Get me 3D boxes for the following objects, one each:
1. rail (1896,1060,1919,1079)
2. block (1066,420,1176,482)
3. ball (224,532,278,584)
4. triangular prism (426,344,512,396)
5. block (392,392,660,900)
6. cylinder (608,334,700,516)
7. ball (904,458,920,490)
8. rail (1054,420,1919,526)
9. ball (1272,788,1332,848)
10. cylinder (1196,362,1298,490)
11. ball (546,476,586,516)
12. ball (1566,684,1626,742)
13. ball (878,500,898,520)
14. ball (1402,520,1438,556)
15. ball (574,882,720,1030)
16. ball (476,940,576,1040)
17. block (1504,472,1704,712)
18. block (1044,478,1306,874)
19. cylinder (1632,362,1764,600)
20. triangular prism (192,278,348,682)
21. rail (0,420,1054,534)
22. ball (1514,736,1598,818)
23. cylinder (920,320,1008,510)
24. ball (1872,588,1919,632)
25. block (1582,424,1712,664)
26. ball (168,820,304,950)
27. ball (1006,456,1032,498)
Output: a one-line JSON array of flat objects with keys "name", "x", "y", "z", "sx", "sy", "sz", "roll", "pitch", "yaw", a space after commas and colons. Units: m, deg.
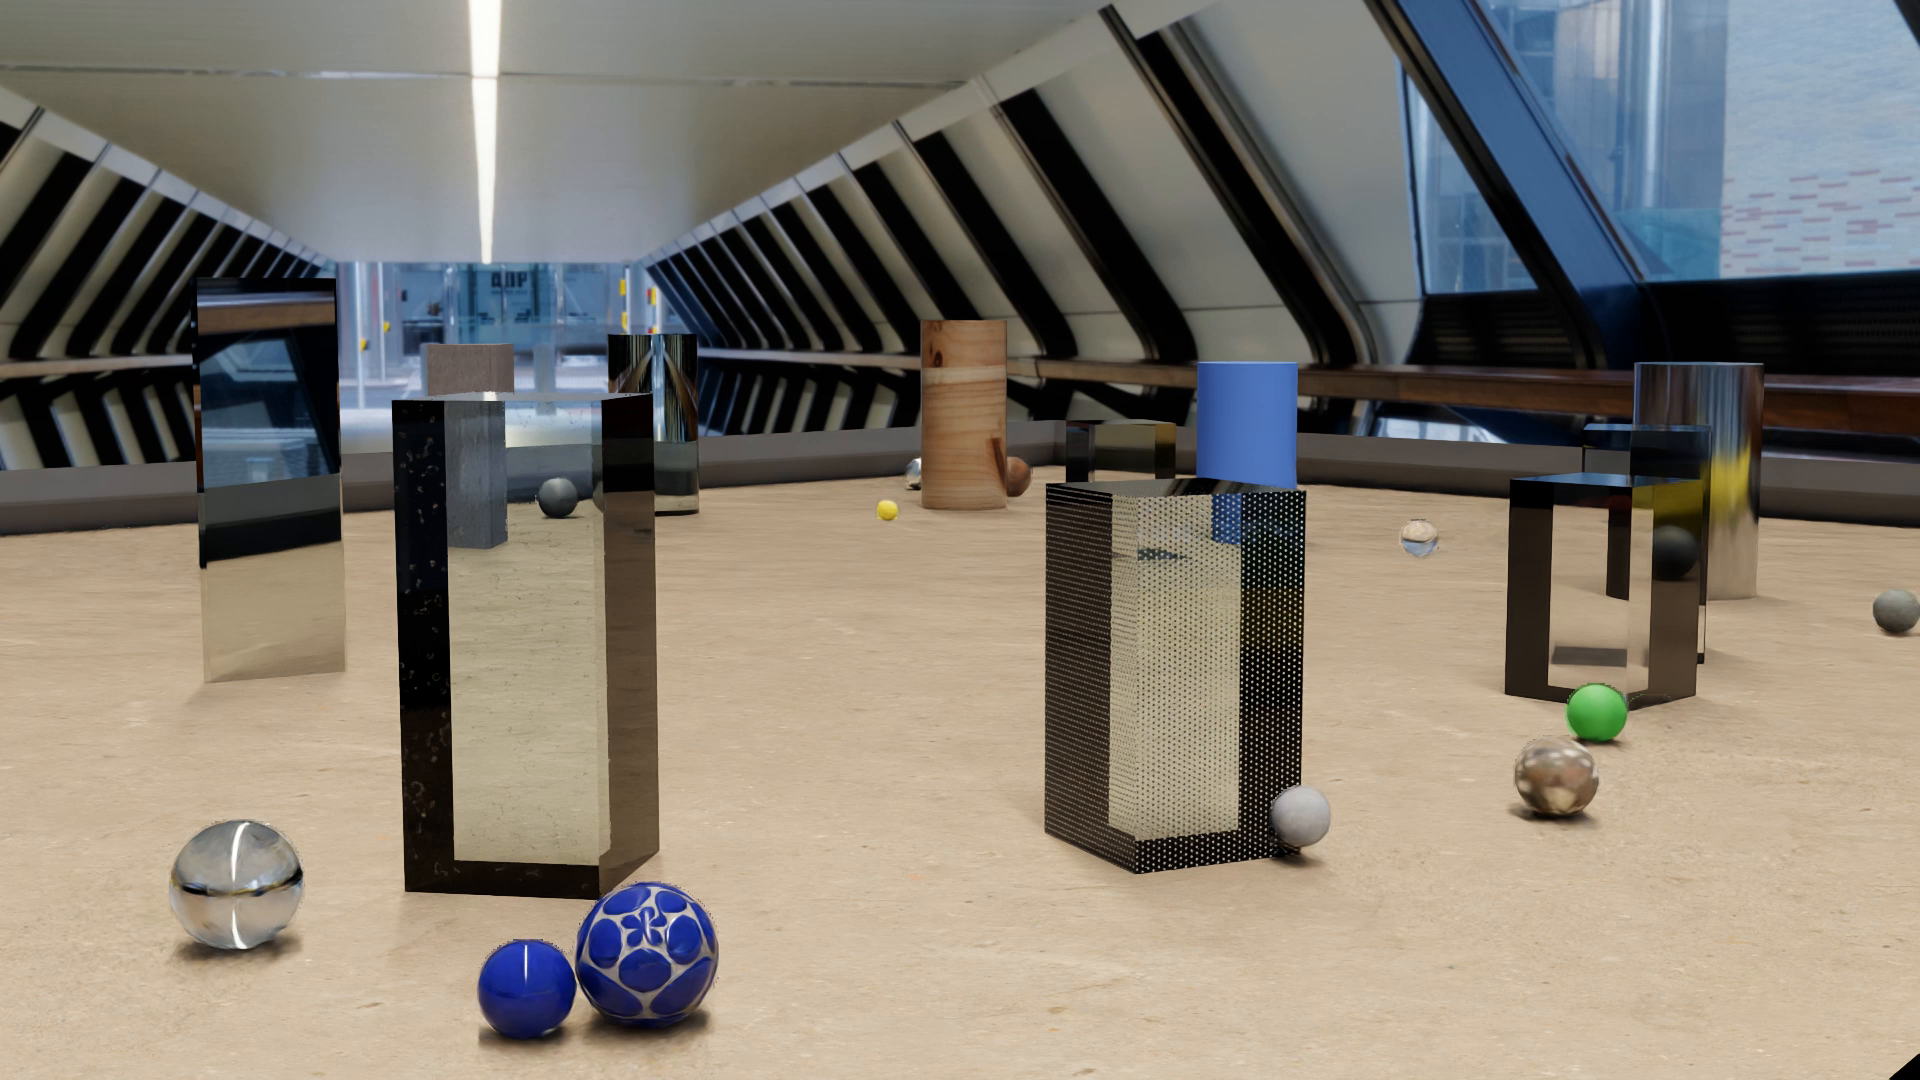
[{"name": "rail", "x": 1.363, "y": 0.187, "z": 1.863, "sx": 4.491, "sy": 0.126, "sz": 0.045, "roll": -5, "pitch": 8, "yaw": -42}, {"name": "block", "x": 0.293, "y": -0.097, "z": 4.042, "sx": 0.155, "sy": 0.239, "sz": 0.155, "roll": -2, "pitch": 6, "yaw": -17}, {"name": "ball", "x": -1.156, "y": 0.029, "z": 3.580, "sx": 0.084, "sy": 0.084, "sz": 0.084, "roll": 0, "pitch": 6, "yaw": 0}, {"name": "triangular prism", "x": -0.907, "y": -0.187, "z": 4.232, "sx": 0.168, "sy": 0.378, "sz": 0.146, "roll": 3, "pitch": 7, "yaw": 30}, {"name": "block", "x": -0.337, "y": 0.076, "z": 1.731, "sx": 0.155, "sy": 0.377, "sz": 0.155, "roll": 1, "pitch": 6, "yaw": 9}, {"name": "cylinder", "x": -0.670, "y": -0.255, "z": 4.814, "sx": 0.194, "sy": 0.391, "sz": 0.194, "roll": 0, "pitch": 6, "yaw": 0}, {"name": "ball", "x": -0.099, "y": -0.164, "z": 5.448, "sx": 0.078, "sy": 0.078, "sz": 0.078, "roll": 0, "pitch": 6, "yaw": 0}, {"name": "rail", "x": 1.633, "y": -0.124, "z": 4.830, "sx": 0.045, "sy": 0.126, "sz": 4.066, "roll": -5, "pitch": 8, "yaw": -42}, {"name": "ball", "x": 0.275, "y": 0.223, "z": 1.772, "sx": 0.048, "sy": 0.048, "sz": 0.048, "roll": 0, "pitch": 6, "yaw": 0}, {"name": "cylinder", "x": 0.559, "y": -0.176, "z": 4.296, "sx": 0.194, "sy": 0.341, "sz": 0.194, "roll": 0, "pitch": 6, "yaw": 0}, {"name": "ball", "x": -0.854, "y": -0.096, "z": 4.762, "sx": 0.086, "sy": 0.086, "sz": 0.086, "roll": 0, "pitch": 6, "yaw": 0}, {"name": "ball", "x": 0.657, "y": 0.179, "z": 2.269, "sx": 0.059, "sy": 0.059, "sz": 0.059, "roll": 0, "pitch": 6, "yaw": 0}, {"name": "ball", "x": -0.153, "y": -0.063, "z": 4.642, "sx": 0.044, "sy": 0.044, "sz": 0.044, "roll": 0, "pitch": 6, "yaw": 0}, {"name": "ball", "x": 0.831, "y": -0.003, "z": 3.975, "sx": 0.066, "sy": 0.066, "sz": 0.066, "roll": 0, "pitch": 6, "yaw": 0}, {"name": "ball", "x": -0.195, "y": 0.258, "z": 1.367, "sx": 0.090, "sy": 0.090, "sz": 0.090, "roll": 0, "pitch": 6, "yaw": 0}, {"name": "ball", "x": -0.265, "y": 0.275, "z": 1.346, "sx": 0.060, "sy": 0.060, "sz": 0.060, "roll": 0, "pitch": 6, "yaw": 0}, {"name": "block", "x": 0.741, "y": 0.055, "z": 2.533, "sx": 0.155, "sy": 0.250, "sz": 0.155, "roll": -6, "pitch": 8, "yaw": -43}, {"name": "block", "x": 0.176, "y": 0.105, "z": 1.825, "sx": 0.155, "sy": 0.299, "sz": 0.155, "roll": -3, "pitch": 7, "yaw": -25}, {"name": "cylinder", "x": 1.152, "y": -0.096, "z": 3.448, "sx": 0.194, "sy": 0.360, "sz": 0.194, "roll": 0, "pitch": 6, "yaw": 0}, {"name": "triangular prism", "x": -0.867, "y": -0.080, "z": 2.711, "sx": 0.168, "sy": 0.482, "sz": 0.146, "roll": -4, "pitch": 7, "yaw": -31}, {"name": "rail", "x": -1.363, "y": -0.121, "z": 4.801, "sx": 4.491, "sy": 0.126, "sz": 0.045, "roll": -5, "pitch": 8, "yaw": -42}, {"name": "ball", "x": 0.525, "y": 0.208, "z": 1.933, "sx": 0.071, "sy": 0.071, "sz": 0.071, "roll": 0, "pitch": 6, "yaw": 0}, {"name": "cylinder", "x": 0.009, "y": -0.284, "z": 4.953, "sx": 0.194, "sy": 0.420, "sz": 0.194, "roll": 0, "pitch": 6, "yaw": 0}, {"name": "ball", "x": 1.294, "y": 0.097, "z": 3.038, "sx": 0.061, "sy": 0.061, "sz": 0.061, "roll": 0, "pitch": 6, "yaw": 0}, {"name": "block", "x": 0.887, "y": 0.001, "z": 2.849, "sx": 0.155, "sy": 0.293, "sz": 0.155, "roll": 2, "pitch": 6, "yaw": 18}, {"name": "ball", "x": -0.505, "y": 0.241, "z": 1.535, "sx": 0.090, "sy": 0.090, "sz": 0.090, "roll": 0, "pitch": 6, "yaw": 0}, {"name": "ball", "x": 0.118, "y": -0.145, "z": 5.078, "sx": 0.095, "sy": 0.095, "sz": 0.095, "roll": 0, "pitch": 6, "yaw": 0}]
